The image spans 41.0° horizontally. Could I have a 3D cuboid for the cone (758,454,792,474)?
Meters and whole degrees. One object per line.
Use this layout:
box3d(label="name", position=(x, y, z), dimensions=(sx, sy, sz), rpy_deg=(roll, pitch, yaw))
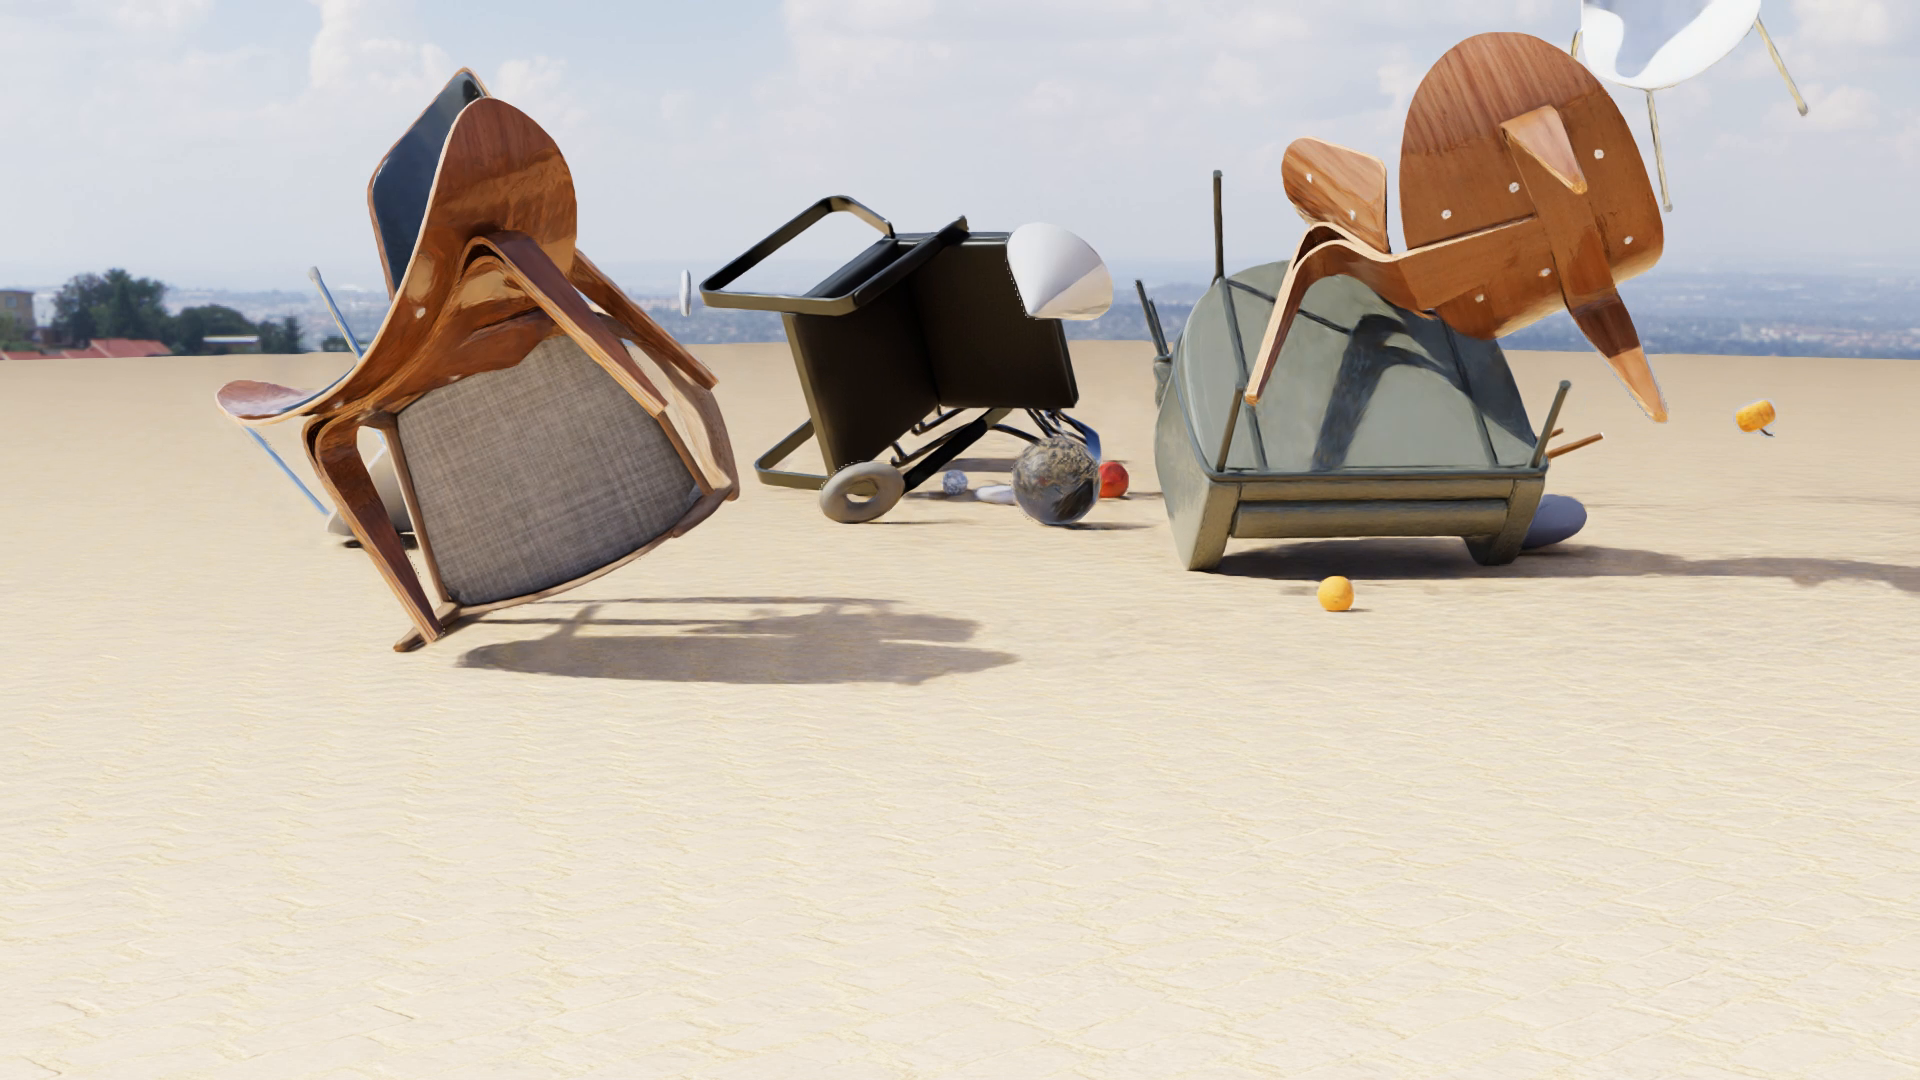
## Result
box3d(label="cone", position=(-0.616, -0.240, 8.576), dimensions=(0.122, 0.047, 0.077), rpy_deg=(-27, 55, -18))

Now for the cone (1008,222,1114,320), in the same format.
box3d(label="cone", position=(0.173, -0.501, 5.226), dimensions=(0.208, 0.252, 0.170), rpy_deg=(-41, 11, 45))

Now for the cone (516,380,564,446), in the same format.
box3d(label="cone", position=(-1.199, -0.349, 7.421), dimensions=(0.144, 0.198, 0.084), rpy_deg=(19, 14, 25))

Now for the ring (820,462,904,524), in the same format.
box3d(label="ring", position=(-0.261, -0.126, 6.838), dimensions=(0.235, 0.155, 0.077), rpy_deg=(-20, 9, -2))

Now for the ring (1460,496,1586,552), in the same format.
box3d(label="ring", position=(1.358, -0.041, 6.192), dimensions=(0.272, 0.085, 0.352), rpy_deg=(-18, 9, -22))

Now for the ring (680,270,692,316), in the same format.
box3d(label="ring", position=(-0.828, -0.745, 7.748), dimensions=(0.028, 0.149, 0.120), rpy_deg=(-3, 34, -12))

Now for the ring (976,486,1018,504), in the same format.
box3d(label="ring", position=(0.132, -0.131, 7.467), dimensions=(0.119, 0.045, 0.257), rpy_deg=(-5, 7, -35))

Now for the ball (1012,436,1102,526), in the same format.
box3d(label="ball", position=(0.254, -0.154, 6.759), dimensions=(0.236, 0.236, 0.236), rpy_deg=(0, 6, 0))

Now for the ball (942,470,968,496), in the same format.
box3d(label="ball", position=(-0.015, -0.172, 7.690), dimensions=(0.080, 0.080, 0.080), rpy_deg=(0, 6, 0))
